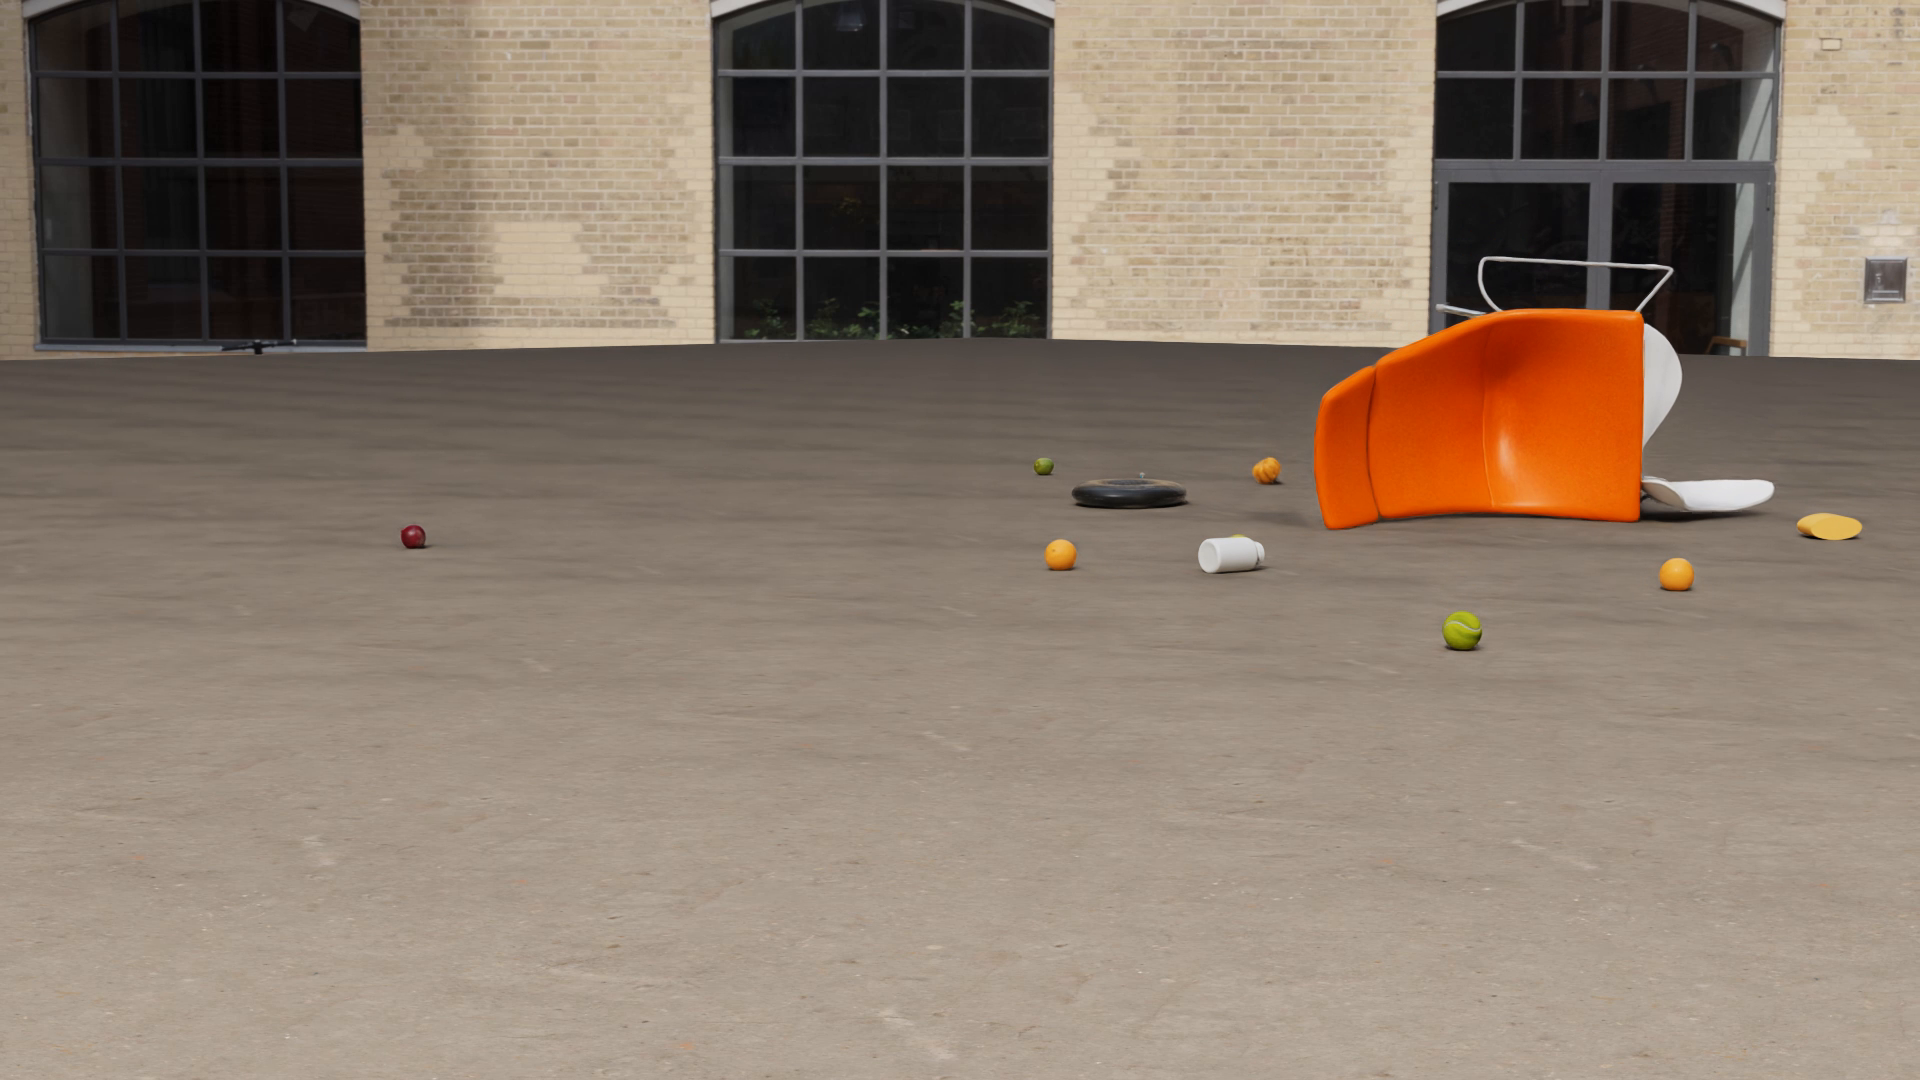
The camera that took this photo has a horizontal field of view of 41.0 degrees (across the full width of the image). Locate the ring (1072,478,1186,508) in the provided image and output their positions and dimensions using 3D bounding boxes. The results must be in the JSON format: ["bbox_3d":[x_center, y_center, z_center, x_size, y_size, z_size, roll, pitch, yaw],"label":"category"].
[{"bbox_3d":[0.489,-0.135,7.410,0.314,0.066,0.389,4,7,32],"label":"ring"}]

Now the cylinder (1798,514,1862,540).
[{"bbox_3d":[2.188,-0.034,6.459,0.130,0.058,0.092,-3,6,-3],"label":"cylinder"}]

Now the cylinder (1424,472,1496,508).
[{"bbox_3d":[1.435,-0.143,7.367,0.138,0.088,0.163,-3,7,-25],"label":"cylinder"}]
